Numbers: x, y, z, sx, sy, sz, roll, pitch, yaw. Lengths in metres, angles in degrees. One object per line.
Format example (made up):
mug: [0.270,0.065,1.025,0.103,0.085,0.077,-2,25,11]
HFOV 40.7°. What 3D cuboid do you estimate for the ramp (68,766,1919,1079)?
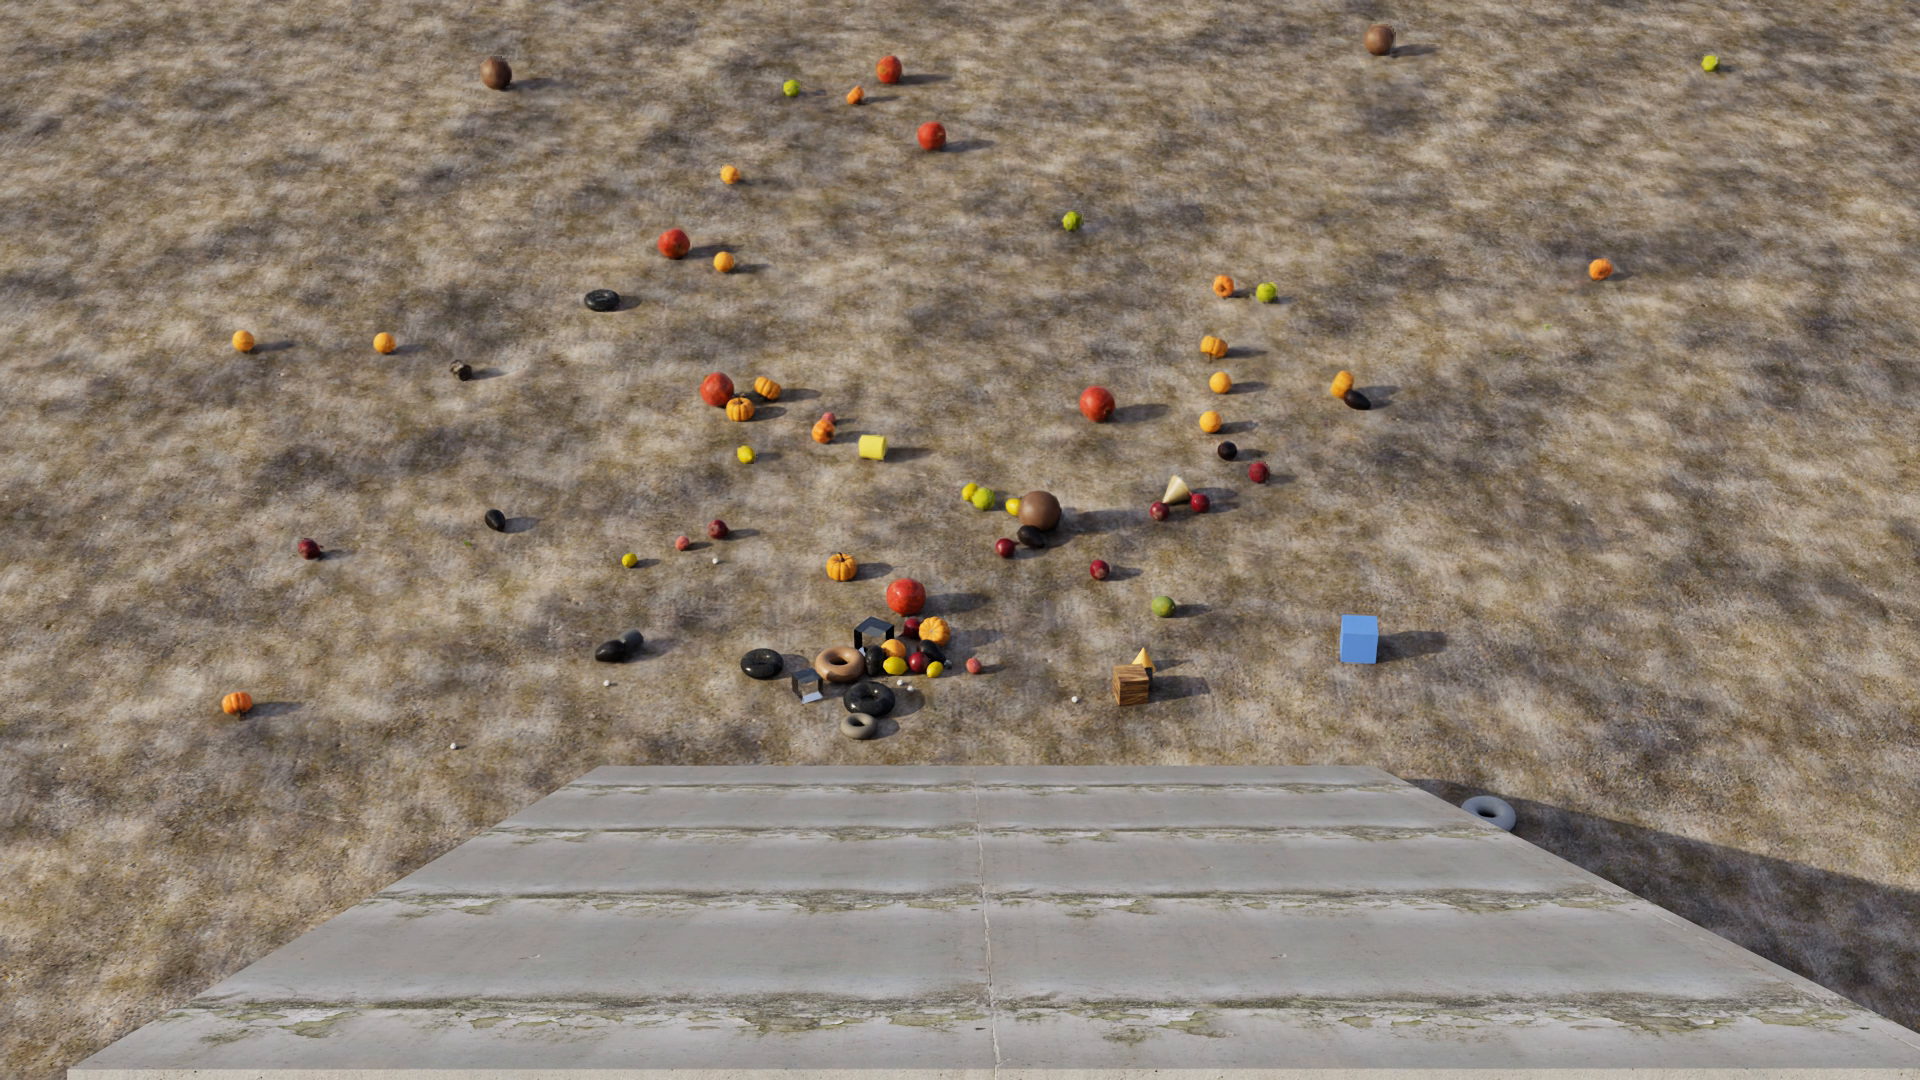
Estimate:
ramp: [0.070,0.617,4.695,2.000,0.100,4.000,0,0,0]

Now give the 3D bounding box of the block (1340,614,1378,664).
block: [1.119,0.278,7.270,0.096,0.096,0.096,3,31,4]

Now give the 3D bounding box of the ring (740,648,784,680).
ring: [-0.551,0.344,7.214,0.122,0.041,0.122,1,32,-1]

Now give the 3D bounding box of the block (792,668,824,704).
block: [-0.418,0.399,7.103,0.063,0.063,0.063,-16,35,-25]

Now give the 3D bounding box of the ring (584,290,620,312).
ring: [-1.268,-0.849,9.176,0.127,0.042,0.127,1,32,-1]

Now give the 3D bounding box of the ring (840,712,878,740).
ring: [-0.271,0.500,6.965,0.101,0.034,0.101,1,30,0]

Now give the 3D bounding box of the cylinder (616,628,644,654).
cylinder: [-0.930,0.285,7.300,0.053,0.053,0.053,21,39,31]

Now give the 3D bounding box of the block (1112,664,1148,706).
block: [0.467,0.397,7.089,0.080,0.080,0.080,-5,32,-9]

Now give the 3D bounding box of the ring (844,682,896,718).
ring: [-0.247,0.435,7.058,0.143,0.048,0.143,1,31,-1]

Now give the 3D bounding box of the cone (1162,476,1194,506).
cone: [0.653,-0.133,7.997,0.096,0.096,0.096,-42,45,-12]

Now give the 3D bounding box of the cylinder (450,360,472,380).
cylinder: [-1.676,-0.570,8.705,0.055,0.055,0.055,-25,39,-35]

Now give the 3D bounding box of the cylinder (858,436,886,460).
cylinder: [-0.278,-0.294,8.232,0.073,0.073,0.073,6,32,10]

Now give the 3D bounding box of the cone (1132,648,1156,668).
cone: [0.510,0.328,7.211,0.072,0.072,0.072,0,31,0]

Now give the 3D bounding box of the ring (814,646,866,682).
ring: [-0.333,0.345,7.206,0.144,0.048,0.144,-1,32,0]

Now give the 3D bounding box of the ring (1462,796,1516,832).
ring: [1.348,0.705,6.615,0.144,0.048,0.144,0,30,0]

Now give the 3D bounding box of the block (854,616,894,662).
block: [-0.241,0.279,7.283,0.081,0.081,0.081,19,36,28]
